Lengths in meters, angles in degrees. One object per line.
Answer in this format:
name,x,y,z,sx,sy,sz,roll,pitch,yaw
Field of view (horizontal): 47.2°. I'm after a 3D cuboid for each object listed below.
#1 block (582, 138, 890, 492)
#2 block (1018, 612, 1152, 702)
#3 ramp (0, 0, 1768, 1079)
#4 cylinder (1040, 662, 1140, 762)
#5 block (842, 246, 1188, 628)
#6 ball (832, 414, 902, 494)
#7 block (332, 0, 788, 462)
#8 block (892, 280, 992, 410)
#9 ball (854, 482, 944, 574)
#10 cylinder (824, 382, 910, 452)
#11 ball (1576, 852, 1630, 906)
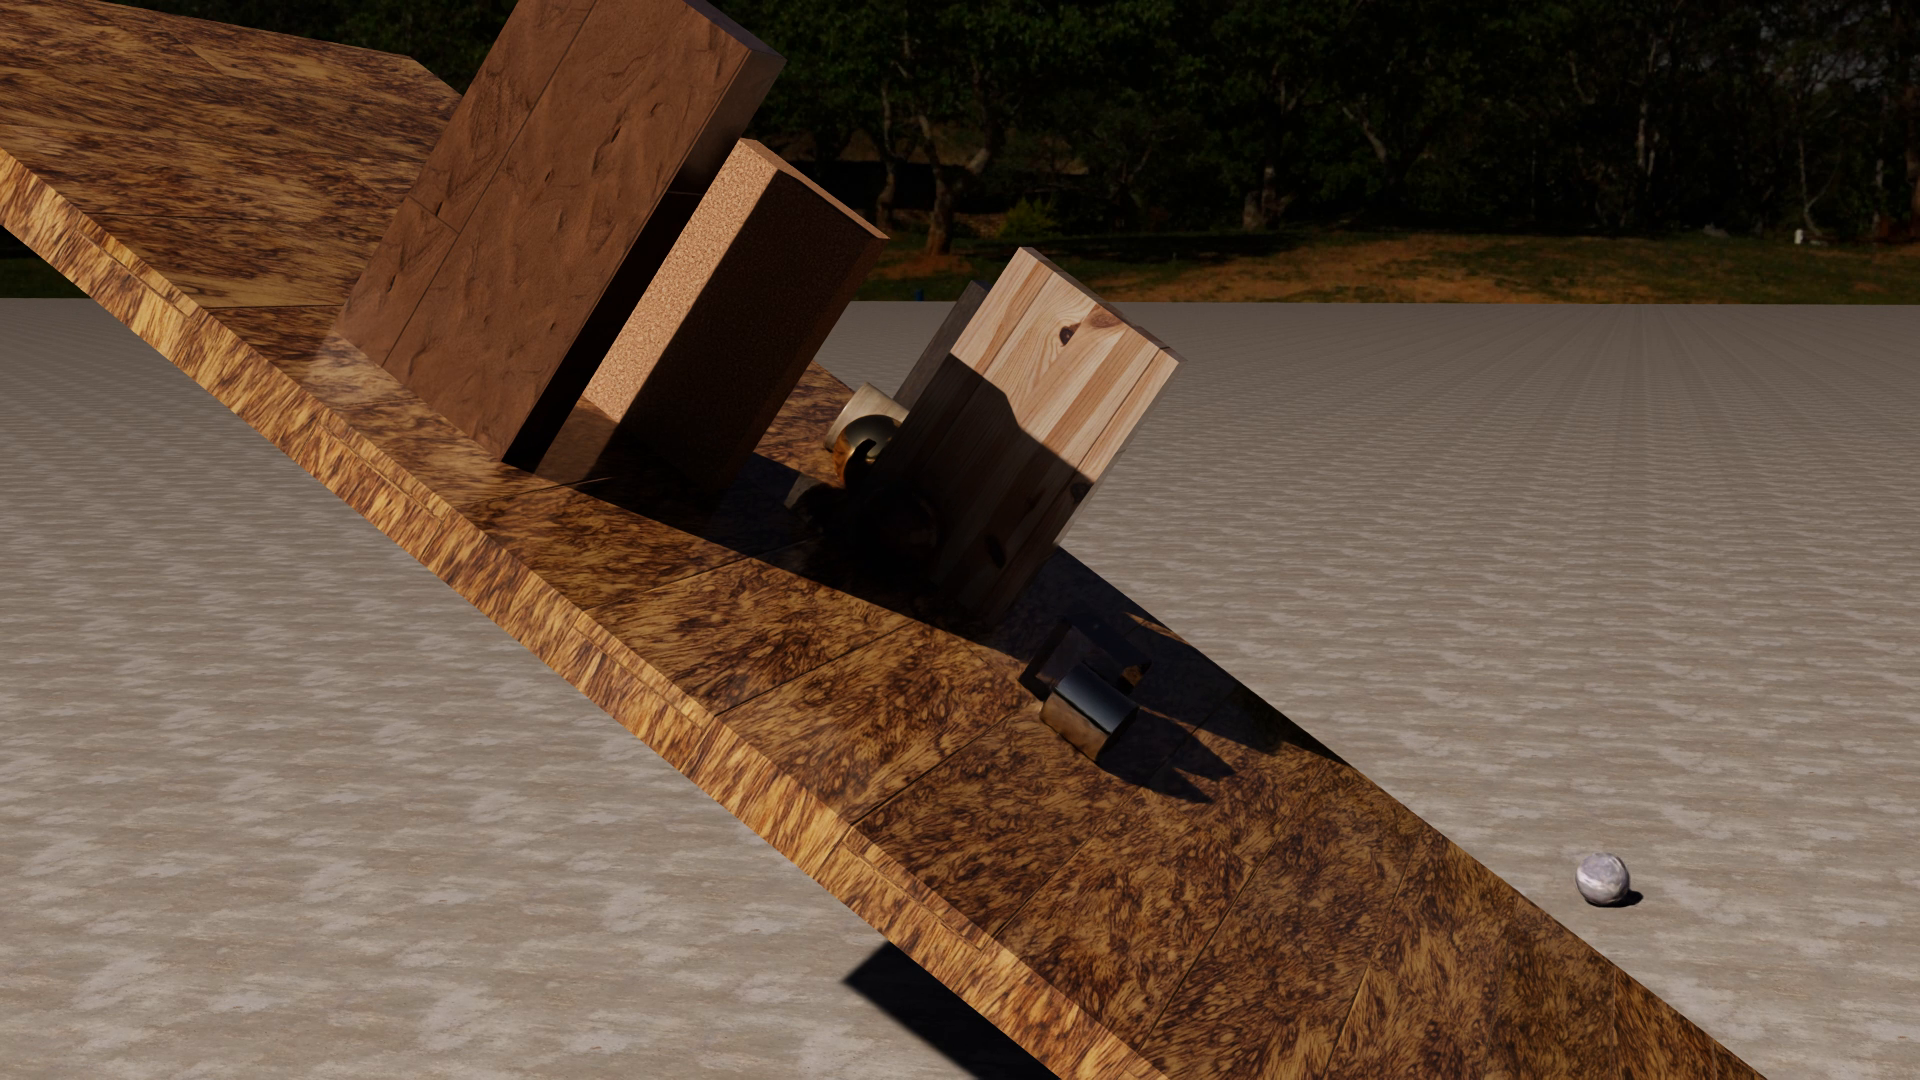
block,-0.406,-0.399,3.919,0.306,0.545,0.100,37,16,10
block,0.232,0.242,4.057,0.151,0.151,0.151,40,16,18
ramp,-0.094,0.167,4.084,4.000,0.100,2.000,37,16,10
cylinder,0.230,0.305,3.907,0.127,0.127,0.127,38,19,14
block,0.100,-0.195,4.205,0.372,0.623,0.089,37,16,10
ball,-0.169,-0.167,4.416,0.173,0.173,0.173,0,7,0
block,-0.638,-0.542,3.466,0.364,0.759,0.146,37,16,10
block,0.062,-0.258,4.649,0.372,0.447,0.096,37,16,10
ball,-0.113,-0.022,4.104,0.169,0.169,0.169,0,7,0
cylinder,-0.172,-0.217,4.580,0.162,0.162,0.162,35,10,3
ball,1.890,0.997,6.465,0.154,0.154,0.154,0,7,0
